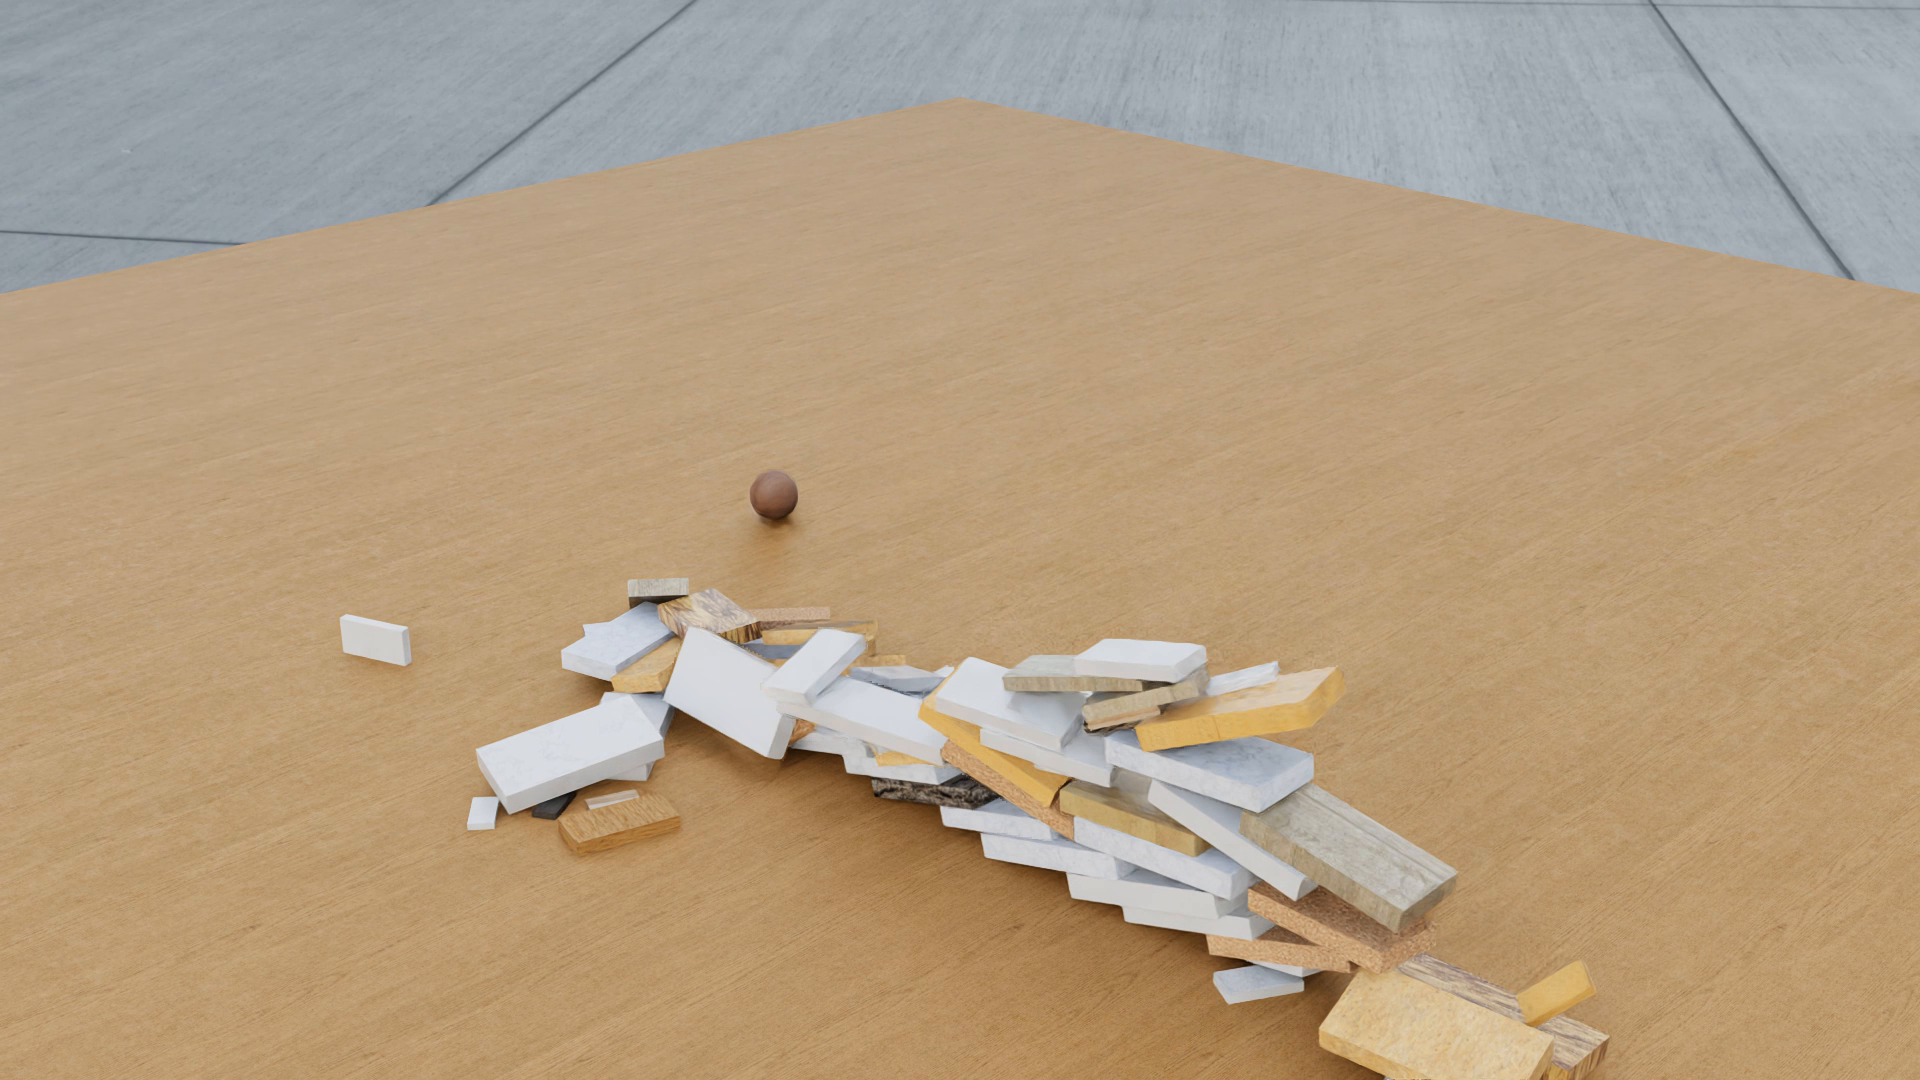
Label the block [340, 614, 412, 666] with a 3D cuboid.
[{"bbox_3d":[-1.356,0.232,5.101,0.176,0.088,0.025,10,25,22],"label":"block"}]

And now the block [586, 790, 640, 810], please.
[{"bbox_3d":[-0.705,0.536,4.478,0.105,0.015,0.053,-9,25,-21],"label":"block"}]

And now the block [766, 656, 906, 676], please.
[{"bbox_3d":[-0.324,0.286,4.926,0.383,0.040,0.141,-1,-4,-13],"label":"block"}]

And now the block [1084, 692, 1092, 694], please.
[{"bbox_3d":[0.226,0.387,4.786,0.443,0.049,0.172,3,23,8],"label":"block"}]

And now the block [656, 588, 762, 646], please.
[{"bbox_3d":[-0.570,0.184,4.996,0.141,0.040,0.283,-17,22,-23],"label":"block"}]

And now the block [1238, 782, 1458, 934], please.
[{"bbox_3d":[0.666,0.536,3.780,0.337,0.048,0.168,31,37,34],"label":"block"}]

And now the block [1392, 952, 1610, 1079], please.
[{"bbox_3d":[0.891,0.813,3.730,0.369,0.048,0.168,21,22,34],"label":"block"}]

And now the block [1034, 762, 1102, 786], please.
[{"bbox_3d":[0.218,0.413,4.109,0.142,0.020,0.071,12,39,22],"label":"block"}]

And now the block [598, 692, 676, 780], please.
[{"bbox_3d":[-0.718,0.418,4.719,0.154,0.044,0.309,2,23,4],"label":"block"}]

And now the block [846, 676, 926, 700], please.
[{"bbox_3d":[-0.137,0.360,4.775,0.226,0.113,0.032,14,66,29],"label":"block"}]

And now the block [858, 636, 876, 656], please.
[{"bbox_3d":[-0.351,0.236,5.154,0.279,0.040,0.139,15,27,31],"label":"block"}]

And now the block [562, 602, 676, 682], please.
[{"bbox_3d":[-0.754,0.232,5.047,0.154,0.044,0.309,13,26,27],"label":"block"}]

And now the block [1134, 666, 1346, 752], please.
[{"bbox_3d":[0.496,0.299,3.893,0.337,0.048,0.168,-13,11,35],"label":"block"}]

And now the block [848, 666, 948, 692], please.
[{"bbox_3d":[-0.134,0.302,4.783,0.108,0.031,0.217,14,6,33],"label":"block"}]

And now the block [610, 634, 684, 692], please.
[{"bbox_3d":[-0.642,0.267,4.946,0.140,0.040,0.279,-7,17,35],"label":"block"}]

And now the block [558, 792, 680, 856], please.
[{"bbox_3d":[-0.680,0.566,4.388,0.217,0.031,0.108,-13,26,-27],"label":"block"}]

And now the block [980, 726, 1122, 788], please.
[{"bbox_3d":[0.187,0.368,4.109,0.264,0.037,0.132,16,40,22],"label":"block"}]

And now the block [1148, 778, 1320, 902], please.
[{"bbox_3d":[0.517,0.501,3.905,0.337,0.048,0.168,32,37,33],"label":"block"}]

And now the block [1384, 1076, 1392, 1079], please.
[{"bbox_3d":[0.713,0.933,3.521,0.110,0.031,0.220,10,25,22],"label":"block"}]

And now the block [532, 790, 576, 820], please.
[{"bbox_3d":[-0.826,0.536,4.479,0.053,0.015,0.105,5,24,12],"label":"block"}]

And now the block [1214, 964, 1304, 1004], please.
[{"bbox_3d":[0.528,0.782,3.892,0.143,0.020,0.072,-6,24,-15],"label":"block"}]

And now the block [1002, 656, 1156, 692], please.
[{"bbox_3d":[0.231,0.245,4.054,0.297,0.030,0.107,-2,17,35],"label":"block"}]

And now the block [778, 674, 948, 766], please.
[{"bbox_3d":[-0.160,0.353,4.421,0.485,0.037,0.132,13,31,44],"label":"block"}]

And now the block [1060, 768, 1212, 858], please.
[{"bbox_3d":[0.351,0.491,4.041,0.307,0.043,0.153,15,27,39],"label":"block"}]

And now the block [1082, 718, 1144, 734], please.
[{"bbox_3d":[0.303,0.327,4.045,0.142,0.020,0.071,-11,13,42],"label":"block"}]

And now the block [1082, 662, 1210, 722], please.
[{"bbox_3d":[0.338,0.274,3.986,0.214,0.030,0.107,-15,10,20],"label":"block"}]

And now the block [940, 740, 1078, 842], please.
[{"bbox_3d":[0.132,0.436,4.200,0.307,0.043,0.153,32,44,12],"label":"block"}]

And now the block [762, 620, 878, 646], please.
[{"bbox_3d":[-0.311,0.205,4.874,0.242,0.032,0.113,-4,5,38],"label":"block"}]

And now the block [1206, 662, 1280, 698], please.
[{"bbox_3d":[0.508,0.250,3.950,0.126,0.018,0.063,-16,10,19],"label":"block"}]

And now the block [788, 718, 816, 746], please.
[{"bbox_3d":[-0.369,0.401,4.653,0.019,0.131,0.066,25,40,-52],"label":"block"}]

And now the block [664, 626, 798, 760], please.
[{"bbox_3d":[-0.481,0.324,4.701,0.344,0.172,0.049,23,5,39],"label":"block"}]
